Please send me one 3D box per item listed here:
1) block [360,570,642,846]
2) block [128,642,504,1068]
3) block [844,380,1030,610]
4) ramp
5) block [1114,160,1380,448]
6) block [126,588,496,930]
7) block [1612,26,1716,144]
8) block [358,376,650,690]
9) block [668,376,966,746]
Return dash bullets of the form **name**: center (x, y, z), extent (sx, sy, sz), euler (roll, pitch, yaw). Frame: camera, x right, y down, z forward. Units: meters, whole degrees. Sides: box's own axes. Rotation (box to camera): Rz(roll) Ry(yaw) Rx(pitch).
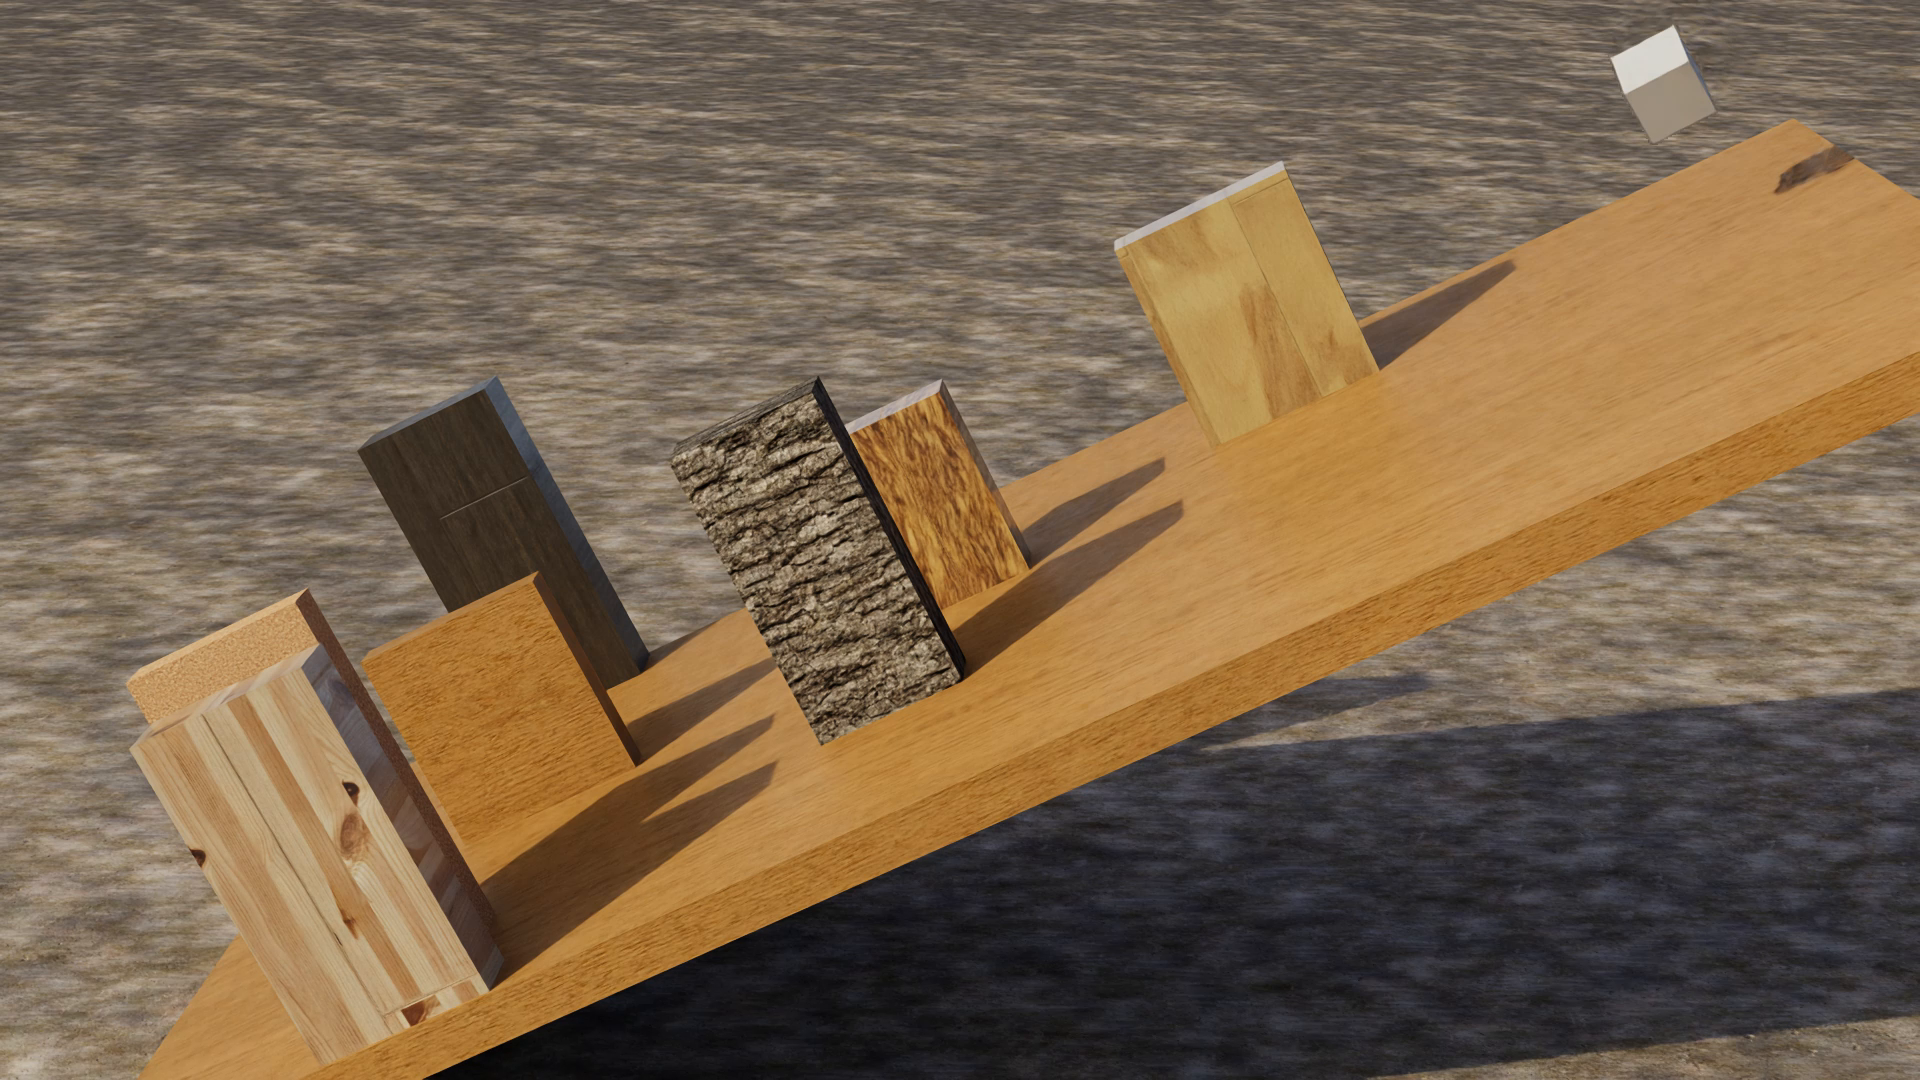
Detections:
- **block**: center (-1.009, 0.373, 6.480), extent (0.432, 0.475, 0.080), euler (-25, 14, 10)
- **block**: center (-1.199, 0.594, 5.517), extent (0.368, 0.710, 0.143), euler (-25, 14, 10)
- **block**: center (-0.067, -0.087, 6.456), extent (0.276, 0.443, 0.125), euler (-25, 14, 10)
- **ramp**: center (0.138, 0.168, 6.281), extent (4.000, 0.100, 2.000), euler (-25, 14, 10)
- **block**: center (0.643, -0.526, 6.600), extent (0.414, 0.503, 0.123), euler (-25, 14, 10)
- **block**: center (-1.283, 0.518, 5.838), extent (0.387, 0.766, 0.093), euler (-25, 14, 10)
- **block**: center (1.469, -0.951, 6.140), extent (0.143, 0.143, 0.143), euler (-27, 36, 19)
- **block**: center (-1.117, 0.037, 7.239), extent (0.354, 0.800, 0.146), euler (-25, 14, 10)
- **block**: center (-0.282, 0.044, 5.907), extent (0.320, 0.663, 0.139), euler (-25, 14, 10)
